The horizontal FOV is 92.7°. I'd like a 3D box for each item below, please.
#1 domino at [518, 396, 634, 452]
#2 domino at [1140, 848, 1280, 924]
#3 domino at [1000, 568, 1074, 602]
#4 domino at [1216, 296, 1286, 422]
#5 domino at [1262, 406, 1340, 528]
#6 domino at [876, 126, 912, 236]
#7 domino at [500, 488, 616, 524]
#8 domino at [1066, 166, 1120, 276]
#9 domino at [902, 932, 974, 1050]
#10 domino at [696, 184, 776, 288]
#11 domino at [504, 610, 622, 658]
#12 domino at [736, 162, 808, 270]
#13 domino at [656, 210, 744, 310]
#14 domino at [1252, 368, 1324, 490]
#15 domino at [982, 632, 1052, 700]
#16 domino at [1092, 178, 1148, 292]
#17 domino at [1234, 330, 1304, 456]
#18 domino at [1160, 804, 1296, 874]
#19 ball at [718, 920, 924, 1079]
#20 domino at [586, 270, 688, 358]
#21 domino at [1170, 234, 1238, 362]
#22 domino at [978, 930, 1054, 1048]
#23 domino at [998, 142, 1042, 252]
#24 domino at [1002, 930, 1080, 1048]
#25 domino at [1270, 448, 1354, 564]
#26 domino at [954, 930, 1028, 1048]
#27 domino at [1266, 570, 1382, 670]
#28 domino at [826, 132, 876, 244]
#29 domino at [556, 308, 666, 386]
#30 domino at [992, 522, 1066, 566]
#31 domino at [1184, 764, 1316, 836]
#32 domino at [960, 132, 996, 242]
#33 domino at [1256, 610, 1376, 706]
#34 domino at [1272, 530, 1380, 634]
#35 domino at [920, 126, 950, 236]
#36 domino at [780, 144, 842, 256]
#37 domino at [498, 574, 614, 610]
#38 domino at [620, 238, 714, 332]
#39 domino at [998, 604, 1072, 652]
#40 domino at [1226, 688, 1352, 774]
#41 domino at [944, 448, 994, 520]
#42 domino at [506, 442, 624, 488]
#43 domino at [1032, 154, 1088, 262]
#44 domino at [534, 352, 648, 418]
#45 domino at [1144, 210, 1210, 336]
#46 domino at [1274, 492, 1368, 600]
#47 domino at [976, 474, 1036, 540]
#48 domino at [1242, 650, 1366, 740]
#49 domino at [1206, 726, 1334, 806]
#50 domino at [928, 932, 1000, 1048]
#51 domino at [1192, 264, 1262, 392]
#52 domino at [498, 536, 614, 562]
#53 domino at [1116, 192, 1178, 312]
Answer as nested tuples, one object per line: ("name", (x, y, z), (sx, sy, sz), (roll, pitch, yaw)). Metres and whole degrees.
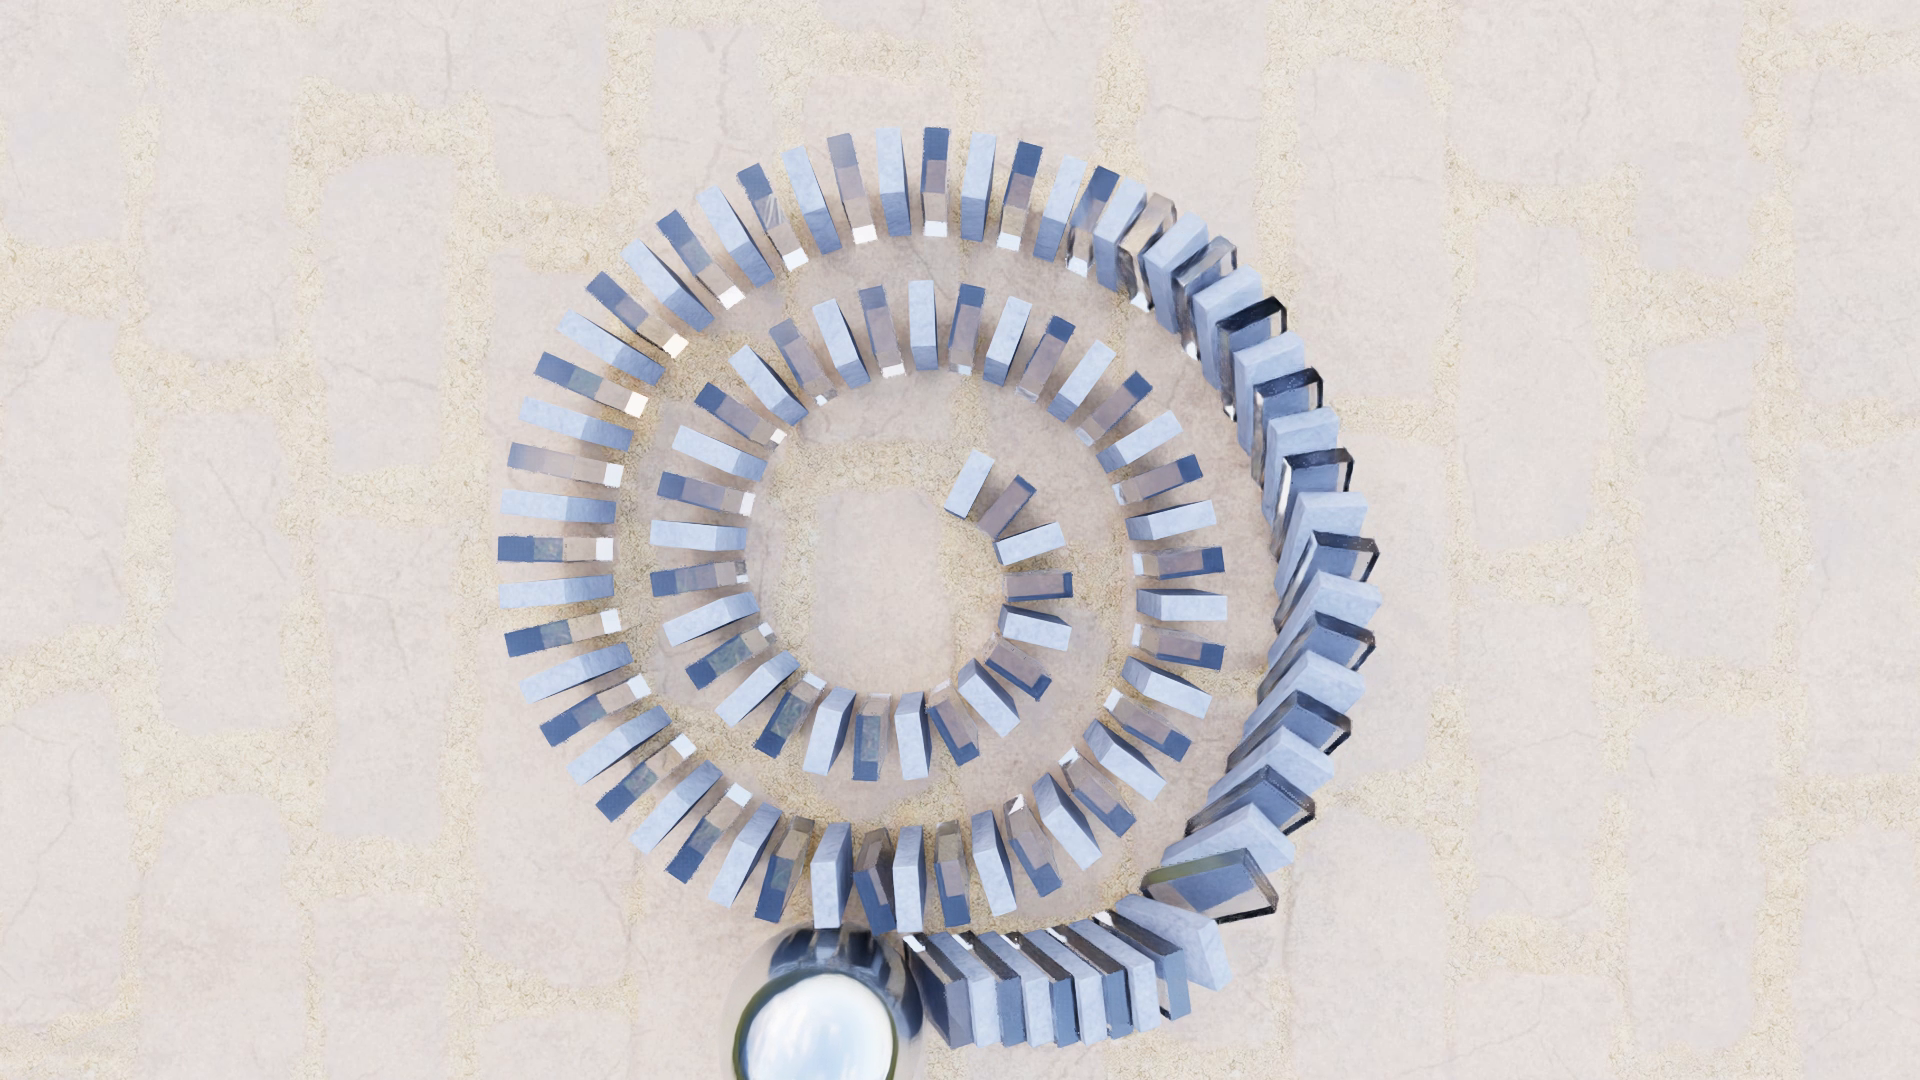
("domino", (-0.156, -0.047, 0.375), (0.025, 0.050, 0.009), (18, 90, 0))
("domino", (0.103, 0.146, 0.381), (0.050, 0.010, 0.025), (-31, 96, 35))
("domino", (0.031, 0.018, 0.375), (0.025, 0.050, 0.009), (-4, 90, 0))
("domino", (0.121, -0.073, 0.378), (0.025, 0.050, 0.010), (-25, 50, 0))
("domino", (0.141, -0.030, 0.380), (0.025, 0.009, 0.050), (-13, 132, 0))
("domino", (-0.027, -0.145, 0.375), (0.010, 0.050, 0.025), (-4, 90, 0))
("domino", (-0.163, -0.013, 0.375), (0.025, 0.050, 0.009), (7, 90, 0))
("domino", (0.054, -0.129, 0.375), (0.010, 0.050, 0.025), (27, 90, 6))
("domino", (-0.010, 0.183, 0.375), (0.010, 0.050, 0.025), (-6, 90, -22))
("domino", (-0.091, -0.123, 0.375), (0.010, 0.050, 0.025), (-31, 90, 0))
("domino", (-0.161, 0.038, 0.375), (0.025, 0.050, 0.010), (-13, 90, 0))
("domino", (-0.076, -0.131, 0.375), (0.009, 0.050, 0.025), (-26, 90, 0))
("domino", (-0.105, -0.114, 0.375), (0.009, 0.050, 0.025), (-36, 90, 0))
("domino", (0.135, -0.045, 0.379), (0.025, 0.009, 0.050), (-17, 134, 0))
("domino", (0.022, 0.051, 0.375), (0.025, 0.050, 0.009), (35, 90, 0))
("domino", (0.066, -0.123, 0.375), (0.010, 0.050, 0.025), (31, 90, 14))
("domino", (0.128, -0.060, 0.379), (0.025, 0.050, 0.010), (-22, 47, 0))
("domino", (0.111, 0.131, 0.381), (0.025, 0.010, 0.050), (45, 126, 0))
("ball", (-0.054, 0.192, 0.360), (0.080, 0.080, 0.080), (0, 90, 0))
("domino", (-0.131, -0.091, 0.375), (0.025, 0.050, 0.009), (43, 90, 0))
("domino", (0.102, -0.098, 0.376), (0.025, 0.050, 0.010), (-37, 59, 0))
("domino", (0.021, 0.182, 0.375), (0.009, 0.050, 0.025), (-6, 90, -22))
("domino", (0.024, -0.139, 0.375), (0.010, 0.050, 0.025), (15, 90, 0))
("domino", (0.032, 0.182, 0.375), (0.009, 0.050, 0.025), (-6, 90, -22))
("domino", (0.145, -0.014, 0.380), (0.025, 0.010, 0.050), (-8, 130, 0))
("domino", (0.011, 0.182, 0.375), (0.010, 0.050, 0.025), (-6, 90, -22))
("domino", (0.150, 0.037, 0.381), (0.025, 0.009, 0.050), (15, 128, 0))
("domino", (-0.044, -0.143, 0.375), (0.009, 0.050, 0.025), (-13, 90, 0))
("domino", (-0.141, -0.078, 0.375), (0.025, 0.050, 0.009), (33, 90, 0))
("domino", (0.027, 0.001, 0.375), (0.025, 0.050, 0.010), (-19, 90, 0))
("domino", (0.120, 0.116, 0.381), (0.025, 0.009, 0.050), (38, 126, 0))
("domino", (0.007, -0.143, 0.375), (0.010, 0.050, 0.025), (10, 90, 0))
("domino", (0.147, 0.054, 0.381), (0.025, 0.009, 0.050), (20, 128, 0))
("domino", (0.151, 0.020, 0.381), (0.025, 0.010, 0.050), (8, 129, 0))
("domino", (-0.010, -0.145, 0.375), (0.009, 0.050, 0.025), (4, 90, 0))
("domino", (-0.060, -0.138, 0.375), (0.010, 0.050, 0.025), (-20, 90, 0))
("domino", (-0.164, 0.021, 0.375), (0.025, 0.050, 0.009), (-5, 90, 0))
("domino", (-0.119, -0.103, 0.375), (0.009, 0.050, 0.025), (-41, 90, 0))
("domino", (0.030, 0.035, 0.375), (0.025, 0.050, 0.010), (13, 90, 0))
("domino", (0.136, 0.086, 0.381), (0.025, 0.010, 0.050), (29, 127, 0))
("domino", (0.003, -0.022, 0.375), (0.009, 0.050, 0.025), (27, 90, 0))
("domino", (-0.160, -0.030, 0.375), (0.025, 0.050, 0.010), (12, 90, 0))
("domino", (0.040, -0.134, 0.375), (0.010, 0.050, 0.025), (20, 90, 0))
("domino", (-0.150, -0.063, 0.375), (0.025, 0.050, 0.009), (24, 90, 0))
("domino", (0.091, -0.108, 0.376), (0.025, 0.050, 0.009), (-45, 64, 0))
("domino", (0.149, 0.003, 0.380), (0.025, 0.009, 0.050), (-1, 130, 0))
("domino", (0.018, -0.013, 0.375), (0.010, 0.050, 0.025), (40, 90, 0))
("domino", (0.142, 0.070, 0.381), (0.025, 0.009, 0.050), (25, 127, 0))
("domino", (0.128, 0.101, 0.381), (0.025, 0.009, 0.050), (33, 127, 0))
("domino", (0.001, 0.183, 0.375), (0.010, 0.050, 0.025), (-6, 90, -22))
("domino", (0.111, -0.086, 0.377), (0.025, 0.050, 0.009), (-32, 54, 0))
("domino", (-0.164, 0.004, 0.375), (0.025, 0.050, 0.010), (2, 90, 0))
("domino", (0.078, -0.116, 0.375), (0.010, 0.050, 0.025), (36, 90, 21))
